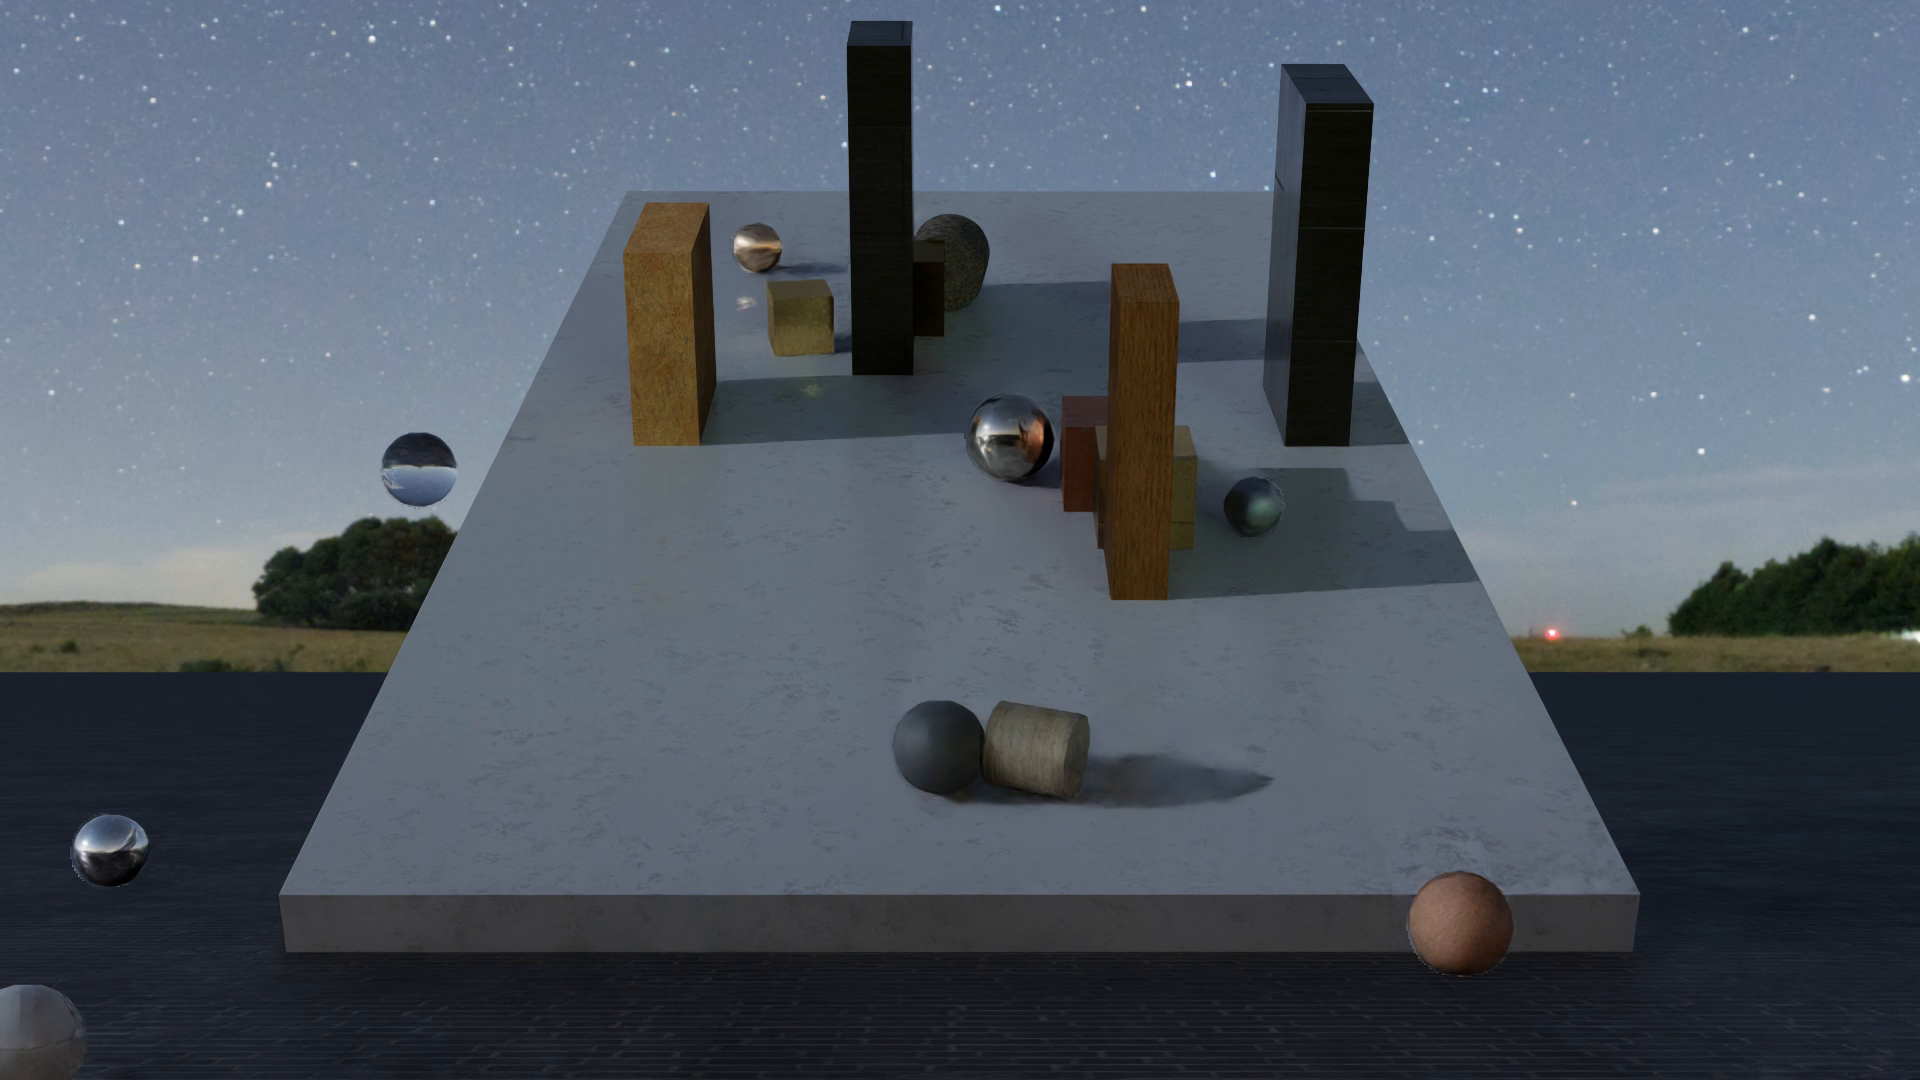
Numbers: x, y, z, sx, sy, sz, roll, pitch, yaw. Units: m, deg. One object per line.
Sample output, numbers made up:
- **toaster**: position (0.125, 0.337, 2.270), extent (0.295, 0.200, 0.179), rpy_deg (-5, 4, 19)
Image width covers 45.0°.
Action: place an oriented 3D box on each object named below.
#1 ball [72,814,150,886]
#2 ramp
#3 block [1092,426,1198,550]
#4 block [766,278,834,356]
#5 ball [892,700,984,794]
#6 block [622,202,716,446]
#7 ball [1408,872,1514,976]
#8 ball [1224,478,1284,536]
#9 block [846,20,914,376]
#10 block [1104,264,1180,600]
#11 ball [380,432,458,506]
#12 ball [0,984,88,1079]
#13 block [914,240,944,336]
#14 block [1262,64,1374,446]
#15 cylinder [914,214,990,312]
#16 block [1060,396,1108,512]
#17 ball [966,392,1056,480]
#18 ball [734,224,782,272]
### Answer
- **ball**: position (-1.637, 0.599, 4.467), extent (0.139, 0.139, 0.139), rpy_deg (0, -3, 0)
- **ramp**: position (-0.008, -0.227, 5.258), extent (2.000, 0.100, 4.000), rpy_deg (0, 23, 0)
- **block**: position (0.366, -0.106, 4.617), extent (0.189, 0.189, 0.189), rpy_deg (0, 23, 0)
- **block**: position (-0.393, -0.546, 5.687), extent (0.146, 0.146, 0.146), rpy_deg (-4, 24, -10)
- **ball**: position (-0.032, 0.327, 3.663), extent (0.149, 0.149, 0.149), rpy_deg (0, -3, 0)
- **block**: position (-0.644, -0.488, 5.184), extent (0.144, 0.437, 0.409), rpy_deg (0, 23, 0)
- **ball**: position (0.689, 0.528, 3.190), extent (0.142, 0.142, 0.142), rpy_deg (0, -3, 0)
- **ball**: position (0.585, -0.067, 4.618), extent (0.117, 0.117, 0.117), rpy_deg (0, -3, 0)
- **block**: position (-0.184, -0.810, 5.495), extent (0.144, 0.782, 0.294), rpy_deg (0, 23, 0)
- **block**: position (0.337, -0.203, 4.342), extent (0.105, 0.584, 0.240), rpy_deg (0, 23, 0)
- **ball**: position (-1.170, -0.153, 5.011), extent (0.162, 0.162, 0.162), rpy_deg (0, -3, 0)
- **ball**: position (-0.912, 0.490, 2.257), extent (0.115, 0.115, 0.115), rpy_deg (0, -3, 0)
- **block**: position (-0.136, -0.635, 5.835), extent (0.192, 0.192, 0.192), rpy_deg (0, 23, 0)
- **block**: position (0.784, -0.632, 5.117), extent (0.140, 0.759, 0.394), rpy_deg (0, 23, 0)
- **cylinder**: position (-0.033, -0.720, 6.015), extent (0.206, 0.206, 0.206), rpy_deg (0, 23, 6)
- **block**: position (0.305, -0.179, 4.790), extent (0.185, 0.185, 0.185), rpy_deg (0, 23, 0)
- **ball**: position (0.107, -0.218, 4.880), extent (0.186, 0.186, 0.186), rpy_deg (0, -3, 0)
- **ball**: position (-0.548, -0.791, 6.270), extent (0.131, 0.131, 0.131), rpy_deg (0, -3, 0)
